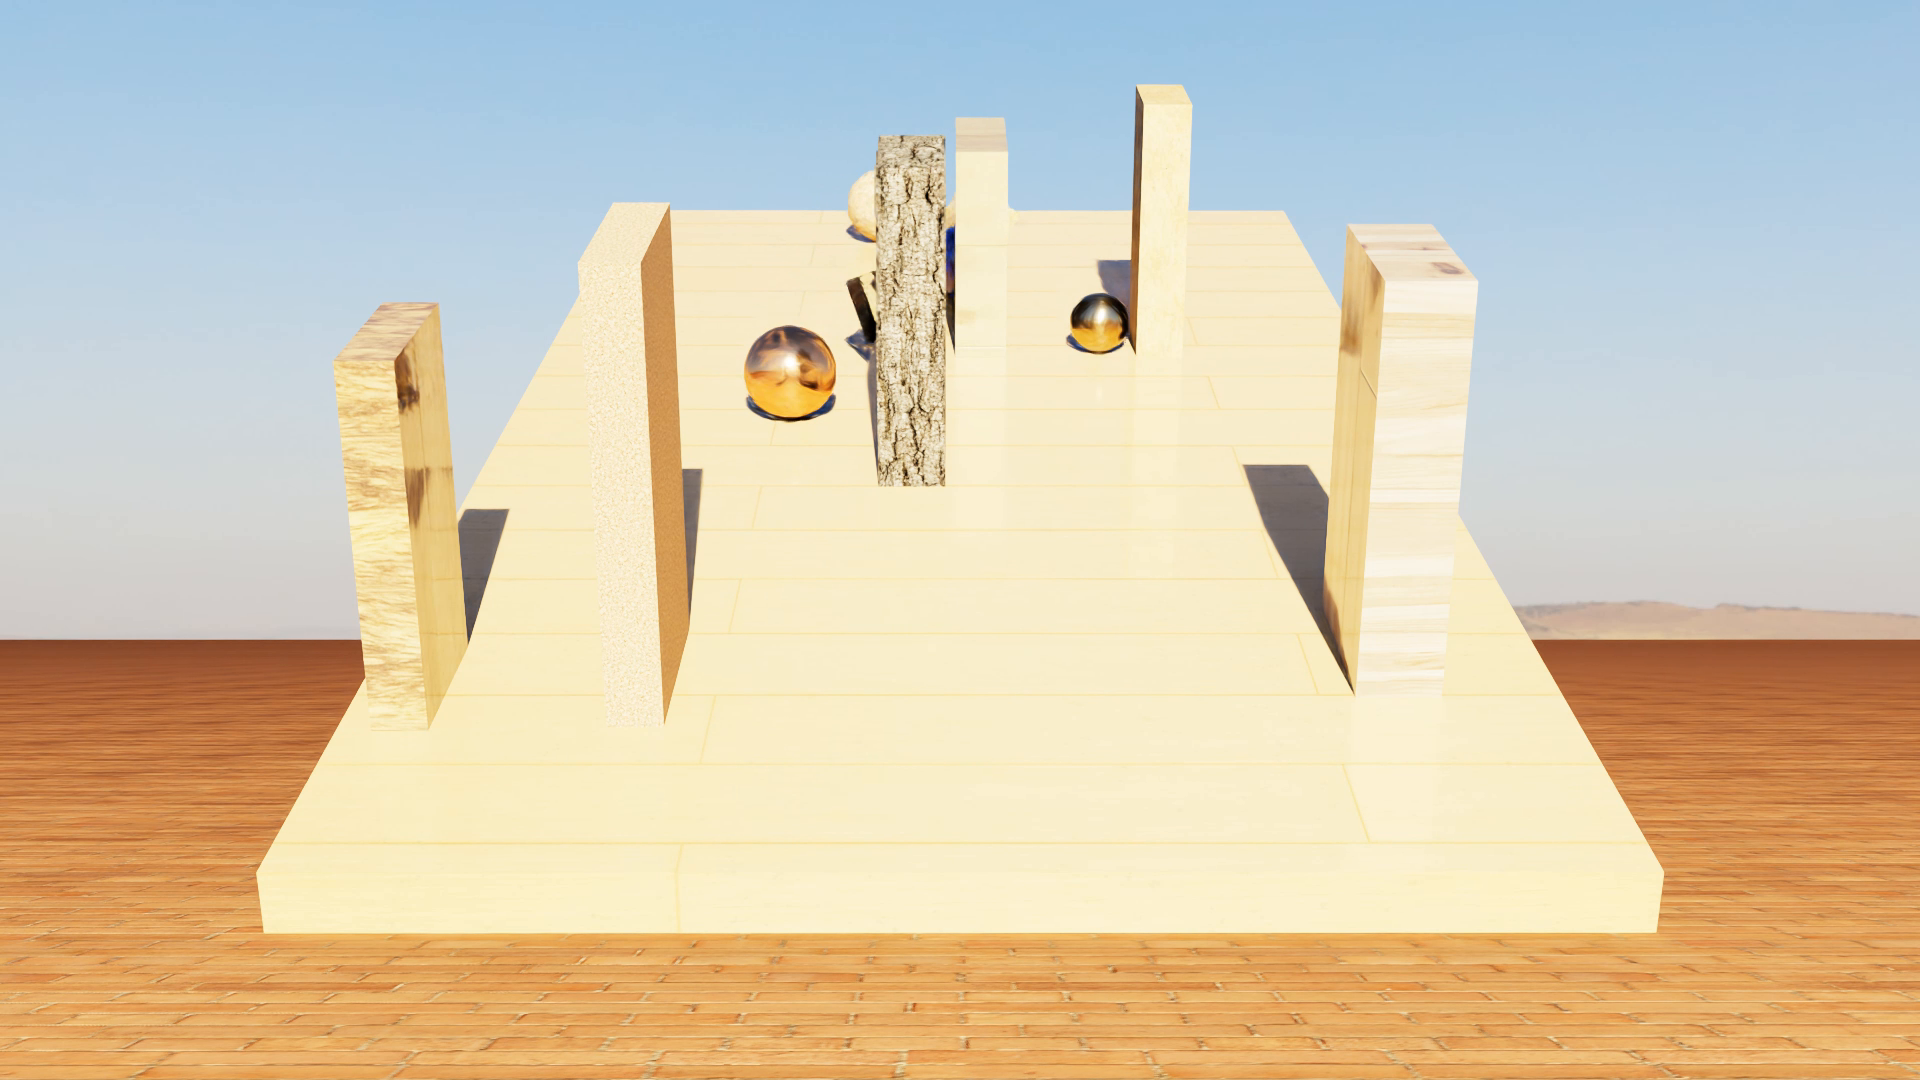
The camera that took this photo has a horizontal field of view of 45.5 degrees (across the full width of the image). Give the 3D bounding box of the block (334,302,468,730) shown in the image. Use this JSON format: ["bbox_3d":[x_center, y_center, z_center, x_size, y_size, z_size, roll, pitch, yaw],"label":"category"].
[{"bbox_3d":[-0.898,-0.041,3.707,0.091,0.618,0.325,0,22,0],"label":"block"}]

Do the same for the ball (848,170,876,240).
[{"bbox_3d":[-0.221,-0.963,6.592,0.208,0.208,0.208,0,-2,0],"label":"ball"}]

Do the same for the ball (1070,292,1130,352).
[{"bbox_3d":[0.340,-0.531,5.590,0.145,0.145,0.145,0,-2,0],"label":"ball"}]

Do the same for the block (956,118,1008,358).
[{"bbox_3d":[0.050,-0.752,5.659,0.123,0.503,0.414,0,22,0],"label":"block"}]

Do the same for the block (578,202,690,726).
[{"bbox_3d":[-0.523,-0.127,3.724,0.093,0.766,0.387,0,22,0],"label":"block"}]

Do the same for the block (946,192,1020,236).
[{"bbox_3d":[0.046,-0.864,6.258,0.149,0.149,0.149,27,2,-20],"label":"block"}]

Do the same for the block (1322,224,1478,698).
[{"bbox_3d":[0.725,-0.136,3.830,0.143,0.710,0.368,0,22,0],"label":"block"}]

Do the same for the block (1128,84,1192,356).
[{"bbox_3d":[0.485,-0.778,5.579,0.112,0.613,0.254,0,22,0],"label":"block"}]

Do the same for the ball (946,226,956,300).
[{"bbox_3d":[0.020,-0.728,6.006,0.203,0.203,0.203,0,-2,0],"label":"ball"}]

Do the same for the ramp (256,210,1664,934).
[{"bbox_3d":[-0.006,-0.219,5.132,2.000,0.100,4.000,0,22,0],"label":"ramp"}]

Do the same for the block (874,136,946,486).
[{"bbox_3d":[-0.099,-0.477,4.748,0.139,0.663,0.320,0,22,0],"label":"block"}]

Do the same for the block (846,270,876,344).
[{"bbox_3d":[-0.152,-0.576,5.461,0.156,0.156,0.156,-17,7,20],"label":"block"}]

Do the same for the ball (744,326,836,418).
[{"bbox_3d":[-0.378,-0.375,5.106,0.208,0.208,0.208,0,-2,0],"label":"ball"}]
